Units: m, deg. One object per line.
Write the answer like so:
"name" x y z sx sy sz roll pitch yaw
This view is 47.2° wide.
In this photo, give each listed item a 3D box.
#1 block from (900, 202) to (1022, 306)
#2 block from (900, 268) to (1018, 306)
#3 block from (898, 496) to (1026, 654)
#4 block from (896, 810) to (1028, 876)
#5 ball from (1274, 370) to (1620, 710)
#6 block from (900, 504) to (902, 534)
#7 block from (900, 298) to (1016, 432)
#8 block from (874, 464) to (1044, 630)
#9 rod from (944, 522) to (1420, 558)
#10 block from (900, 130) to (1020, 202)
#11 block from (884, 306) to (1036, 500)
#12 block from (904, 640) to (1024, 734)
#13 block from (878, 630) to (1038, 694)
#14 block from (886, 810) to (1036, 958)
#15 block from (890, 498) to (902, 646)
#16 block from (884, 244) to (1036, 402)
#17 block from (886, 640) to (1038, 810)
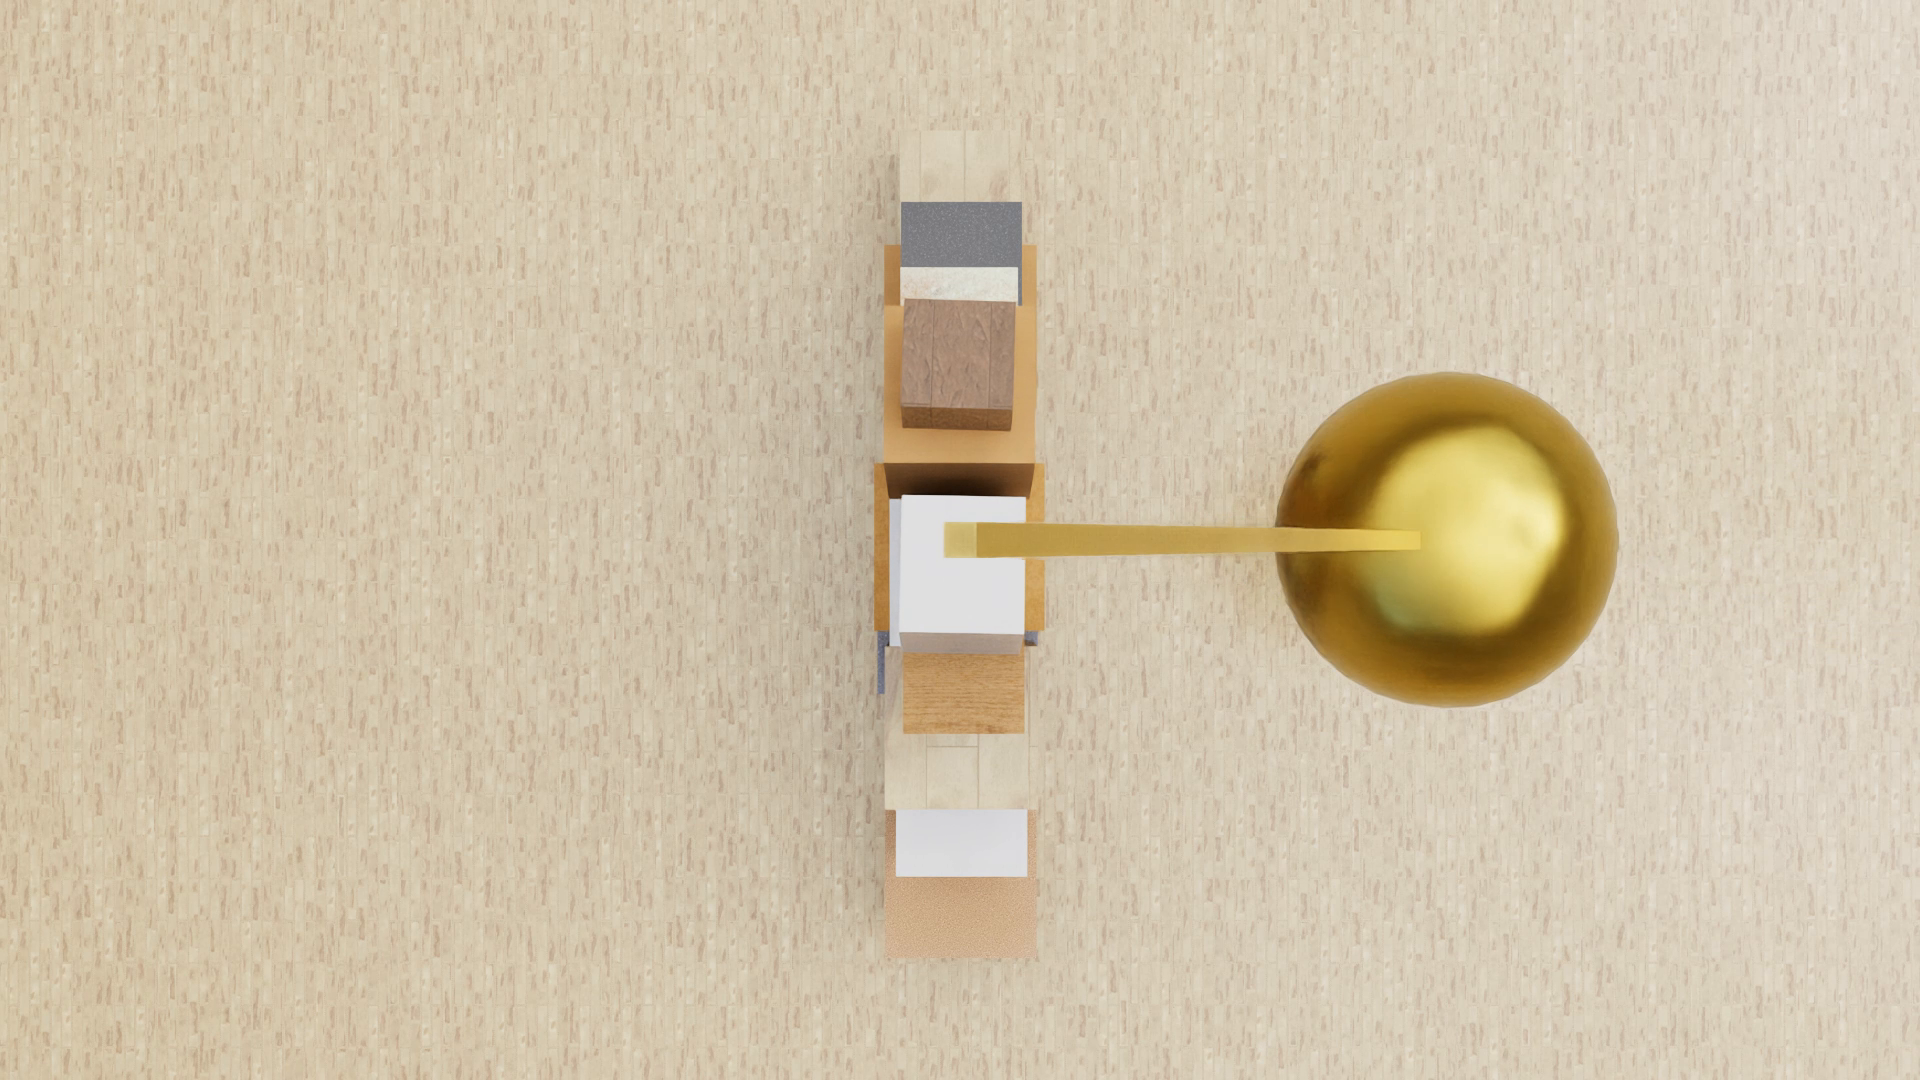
"block" 0.008 -1.419 11.829 0.631 0.738 0.689 0 90 0
"block" -0.004 -1.054 11.114 0.578 0.569 0.555 0 88 0
"block" 0.010 0.165 9.849 0.541 0.616 0.605 1 79 0
"block" 0.008 1.422 11.812 0.685 0.656 0.677 0 89 0
"ball" 2.295 0.000 10.432 1.600 1.600 1.600 0 90 0
"block" -0.009 0.076 10.457 0.531 0.493 0.487 0 90 0
"block" -0.007 -0.773 9.759 0.488 0.407 0.486 2 80 0
"block" -0.003 0.036 11.843 0.891 0.739 0.875 0 90 0
"rod" 0.994 0.000 7.290 0.080 5.200 0.080 0 90 22
"block" 0.002 -1.977 12.694 0.681 0.612 0.659 0 90 0
"block" -0.002 -0.633 10.355 0.683 0.816 0.732 0 80 0
"block" 0.018 0.608 10.405 0.560 0.549 0.574 0 89 0
"block" -0.013 0.404 12.630 0.894 0.740 0.907 0 90 0
"block" 0.005 1.894 12.570 0.836 0.860 0.826 0 90 0
"block" -0.015 0.134 11.088 0.655 0.770 0.766 0 90 0
"block" 0.003 -1.185 12.599 0.847 0.802 0.905 0 90 0
"block" 0.008 0.916 11.083 0.744 0.812 0.791 0 89 0
